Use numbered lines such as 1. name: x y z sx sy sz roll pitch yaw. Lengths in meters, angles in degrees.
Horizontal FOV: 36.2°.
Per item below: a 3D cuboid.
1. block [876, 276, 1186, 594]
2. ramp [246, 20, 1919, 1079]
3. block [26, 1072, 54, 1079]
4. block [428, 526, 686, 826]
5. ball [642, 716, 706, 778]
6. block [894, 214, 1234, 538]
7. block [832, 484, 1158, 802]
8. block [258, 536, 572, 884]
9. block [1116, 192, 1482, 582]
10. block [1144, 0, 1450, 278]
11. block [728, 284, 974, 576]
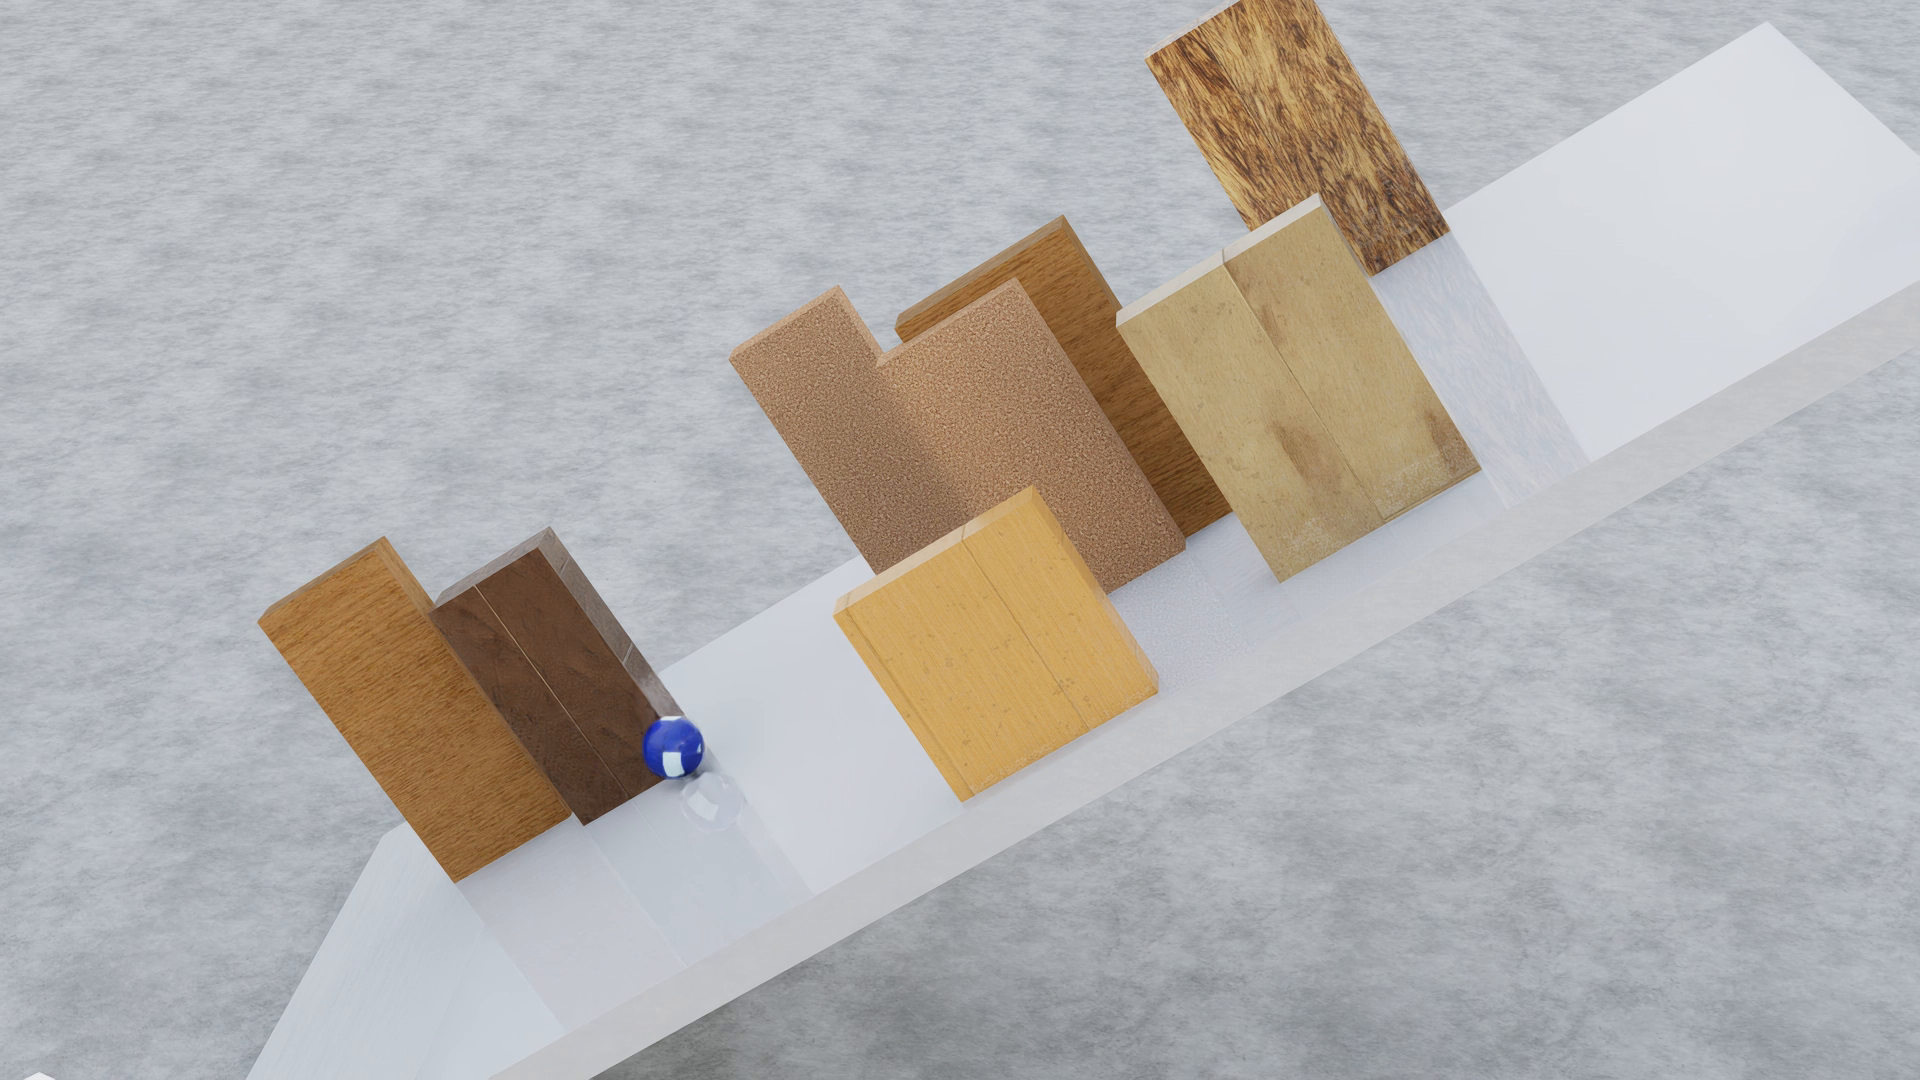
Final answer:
1. block: 0.145 -0.174 5.903 0.326 0.646 0.083 -30 15 13
2. ramp: 0.140 0.170 6.293 4.000 0.100 2.000 -30 15 13
3. block: -1.974 1.275 6.283 0.174 0.174 0.174 14 24 33
4. block: -0.887 0.309 6.639 0.303 0.607 0.139 -30 15 13
5. ball: -0.636 0.459 6.525 0.140 0.140 0.140 0 20 0
6. block: 0.221 -0.262 5.951 0.394 0.681 0.108 -30 15 13
7. block: 0.067 0.192 5.344 0.424 0.432 0.087 -30 15 13
8. block: -1.249 0.398 6.803 0.335 0.771 0.098 -30 15 13
9. block: 0.617 -0.272 5.356 0.424 0.576 0.102 -30 15 13
10. block: 0.778 -0.920 6.779 0.392 0.711 0.108 -30 15 13
11. block: -0.210 -0.213 6.689 0.287 0.689 0.088 -30 15 13
